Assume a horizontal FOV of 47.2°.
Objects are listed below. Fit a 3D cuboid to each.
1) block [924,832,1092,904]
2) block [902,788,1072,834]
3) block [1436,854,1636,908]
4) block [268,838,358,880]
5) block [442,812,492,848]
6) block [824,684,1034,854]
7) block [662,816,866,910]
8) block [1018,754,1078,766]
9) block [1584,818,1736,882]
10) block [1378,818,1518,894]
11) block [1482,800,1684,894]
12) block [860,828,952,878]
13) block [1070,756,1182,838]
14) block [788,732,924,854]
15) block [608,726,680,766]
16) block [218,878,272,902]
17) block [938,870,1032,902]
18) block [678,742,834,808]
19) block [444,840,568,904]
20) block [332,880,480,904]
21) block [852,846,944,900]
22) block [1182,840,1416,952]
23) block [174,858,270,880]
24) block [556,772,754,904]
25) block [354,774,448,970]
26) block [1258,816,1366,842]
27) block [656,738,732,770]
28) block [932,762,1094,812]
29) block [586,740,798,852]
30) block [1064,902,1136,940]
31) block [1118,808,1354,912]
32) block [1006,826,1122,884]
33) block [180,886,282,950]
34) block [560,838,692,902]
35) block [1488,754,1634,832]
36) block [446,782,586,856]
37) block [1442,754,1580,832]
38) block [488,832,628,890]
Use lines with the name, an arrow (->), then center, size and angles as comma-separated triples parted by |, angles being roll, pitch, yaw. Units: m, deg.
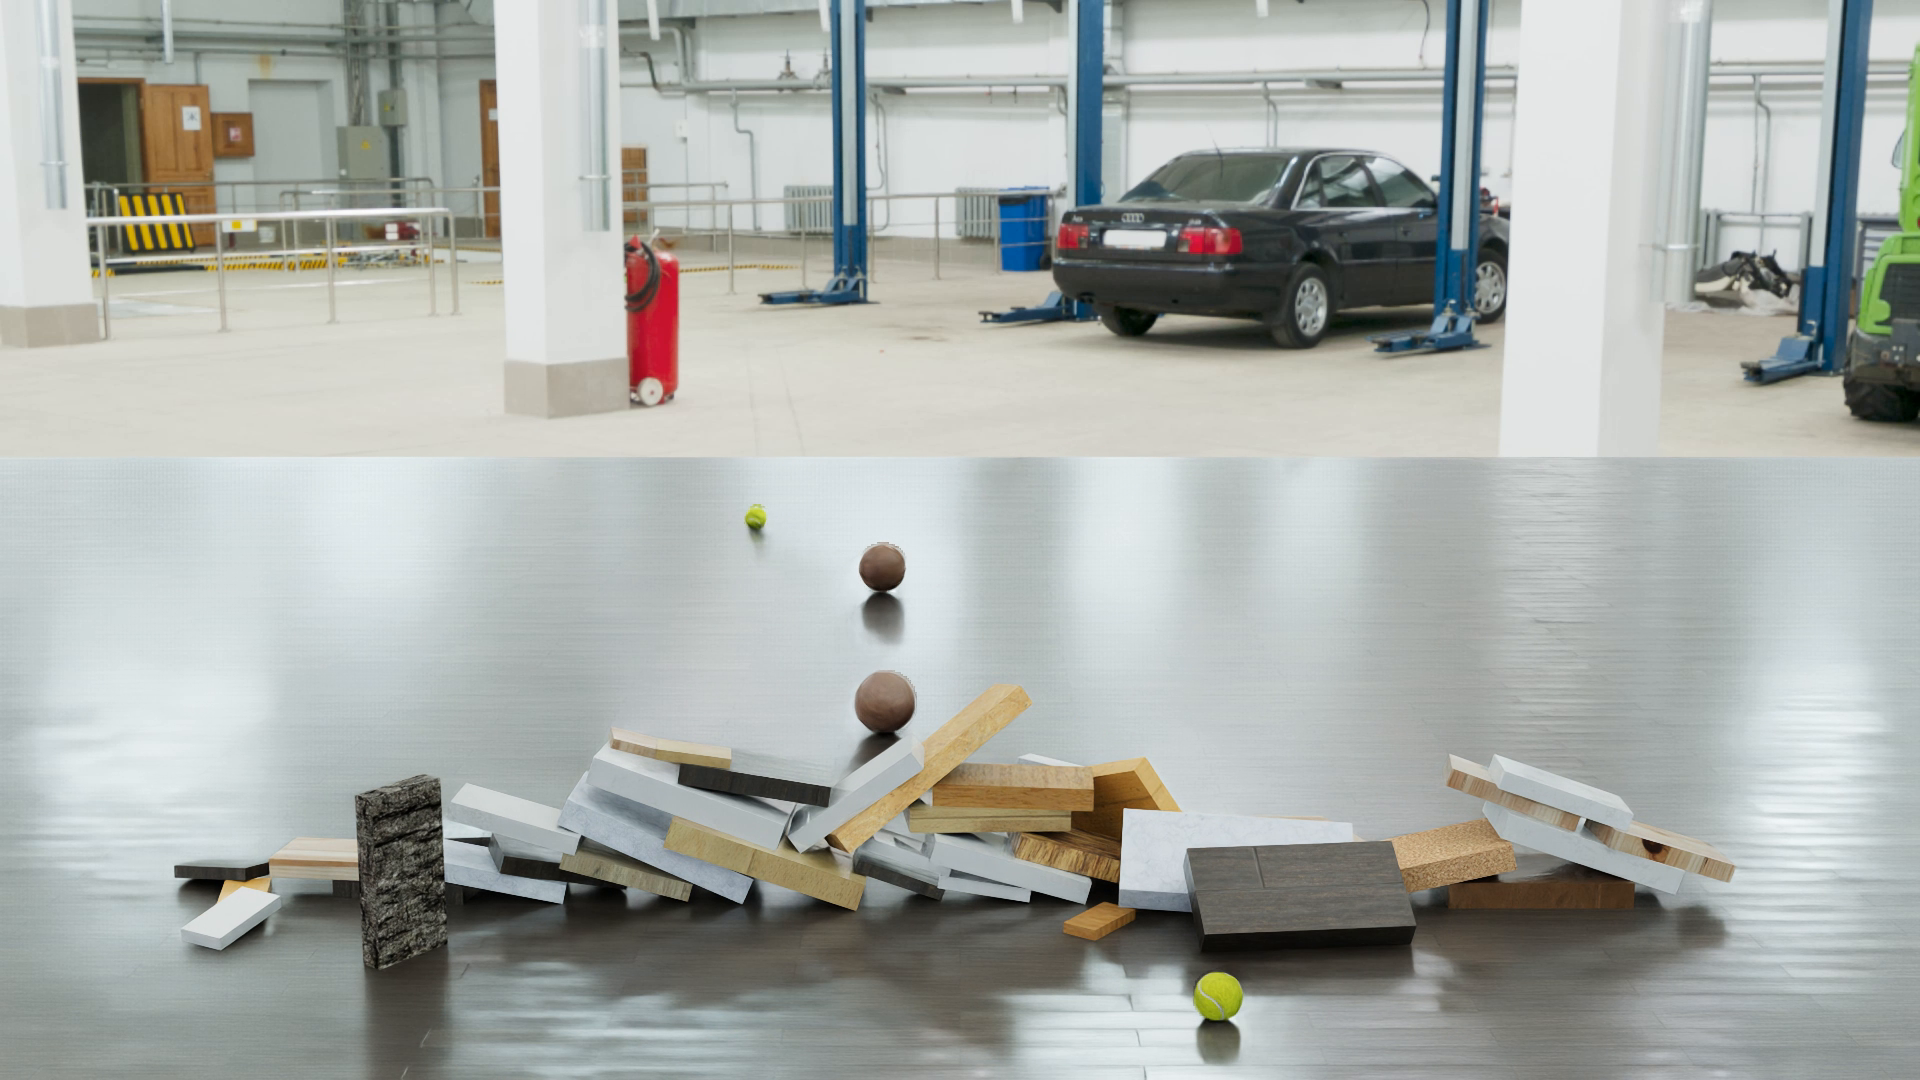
block -> 0.078, 0.533, 3.664 | 0.268, 0.038, 0.134 | 16, 9, -7
block -> 0.043, 0.452, 3.695 | 0.268, 0.038, 0.134 | 0, 10, -7
block -> 0.951, 0.568, 3.670 | 0.303, 0.043, 0.152 | 0, 11, 0
block -> -1.028, 0.536, 3.694 | 0.227, 0.032, 0.113 | 1, 11, 7
block -> -0.846, 0.515, 3.879 | 0.135, 0.038, 0.280 | -1, 4, -7
block -> -0.059, 0.379, 3.689 | 0.398, 0.038, 0.133 | -38, 9, -15
block -> -0.318, 0.515, 3.654 | 0.331, 0.047, 0.166 | 19, 10, -3
block -> 0.211, 0.472, 3.965 | 0.249, 0.125, 0.035 | 9, 14, 41
block -> 1.161, 0.506, 3.649 | 0.221, 0.031, 0.110 | 17, 10, -9
block -> 0.755, 0.536, 3.659 | 0.303, 0.043, 0.152 | -13, 10, 2
block -> 1.037, 0.501, 3.669 | 0.303, 0.043, 0.152 | 18, 10, -1
block -> -0.084, 0.517, 3.654 | 0.153, 0.022, 0.076 | 18, 9, 5
block -> 0.253, 0.455, 3.810 | 0.266, 0.133, 0.038 | -17, 22, 48
block -> -0.171, 0.419, 3.663 | 0.249, 0.035, 0.125 | -35, 9, 6
block -> -0.529, 0.347, 3.701 | 0.122, 0.017, 0.061 | 16, 10, -17
block -> -1.175, 0.590, 3.609 | 0.074, 0.021, 0.148 | -2, 11, -12
block -> 0.041, 0.569, 3.654 | 0.153, 0.022, 0.077 | 9, 8, 1
block -> -0.339, 0.390, 3.663 | 0.249, 0.035, 0.125 | 9, 11, -4
block -> -0.766, 0.550, 3.657 | 0.227, 0.032, 0.113 | 12, 9, -8
block -> -0.920, 0.571, 3.685 | 0.227, 0.032, 0.113 | 2, 11, 9
block -> -0.102, 0.554, 3.660 | 0.153, 0.022, 0.077 | 20, 8, -8
block -> 0.533, 0.561, 3.467 | 0.335, 0.047, 0.167 | -1, 44, -6
block -> -1.245, 0.557, 3.722 | 0.149, 0.021, 0.074 | -2, 1, 22
block -> -0.498, 0.496, 3.682 | 0.331, 0.047, 0.166 | 24, 10, -3
block -> -0.857, 0.508, 3.376 | 0.038, 0.269, 0.135 | 7, 13, 34
block -> 0.519, 0.523, 3.798 | 0.335, 0.047, 0.167 | 3, 9, -21
block -> -0.439, 0.352, 3.625 | 0.122, 0.017, 0.061 | 9, 11, -8
block -> 0.090, 0.414, 3.698 | 0.266, 0.038, 0.133 | 2, 10, 2
block -> -0.443, 0.418, 3.668 | 0.331, 0.047, 0.166 | 20, 10, 1
block -> 0.223, 0.609, 3.518 | 0.060, 0.017, 0.120 | 8, 13, 36
block -> 0.450, 0.529, 3.583 | 0.375, 0.047, 0.167 | 3, 43, 5
block -> 0.219, 0.527, 3.702 | 0.268, 0.038, 0.134 | 15, 9, -8
block -> -1.155, 0.599, 3.488 | 0.074, 0.021, 0.148 | 9, 21, 19
block -> -0.550, 0.541, 3.657 | 0.217, 0.031, 0.108 | 16, 10, -6
block -> 0.994, 0.418, 3.646 | 0.221, 0.031, 0.110 | 19, 10, 1
block -> -0.727, 0.460, 3.631 | 0.217, 0.031, 0.108 | 16, 10, -2
block -> 0.921, 0.422, 3.678 | 0.221, 0.031, 0.110 | 20, 10, 7
block -> -0.670, 0.536, 3.675 | 0.217, 0.031, 0.108 | 12, 10, -25
